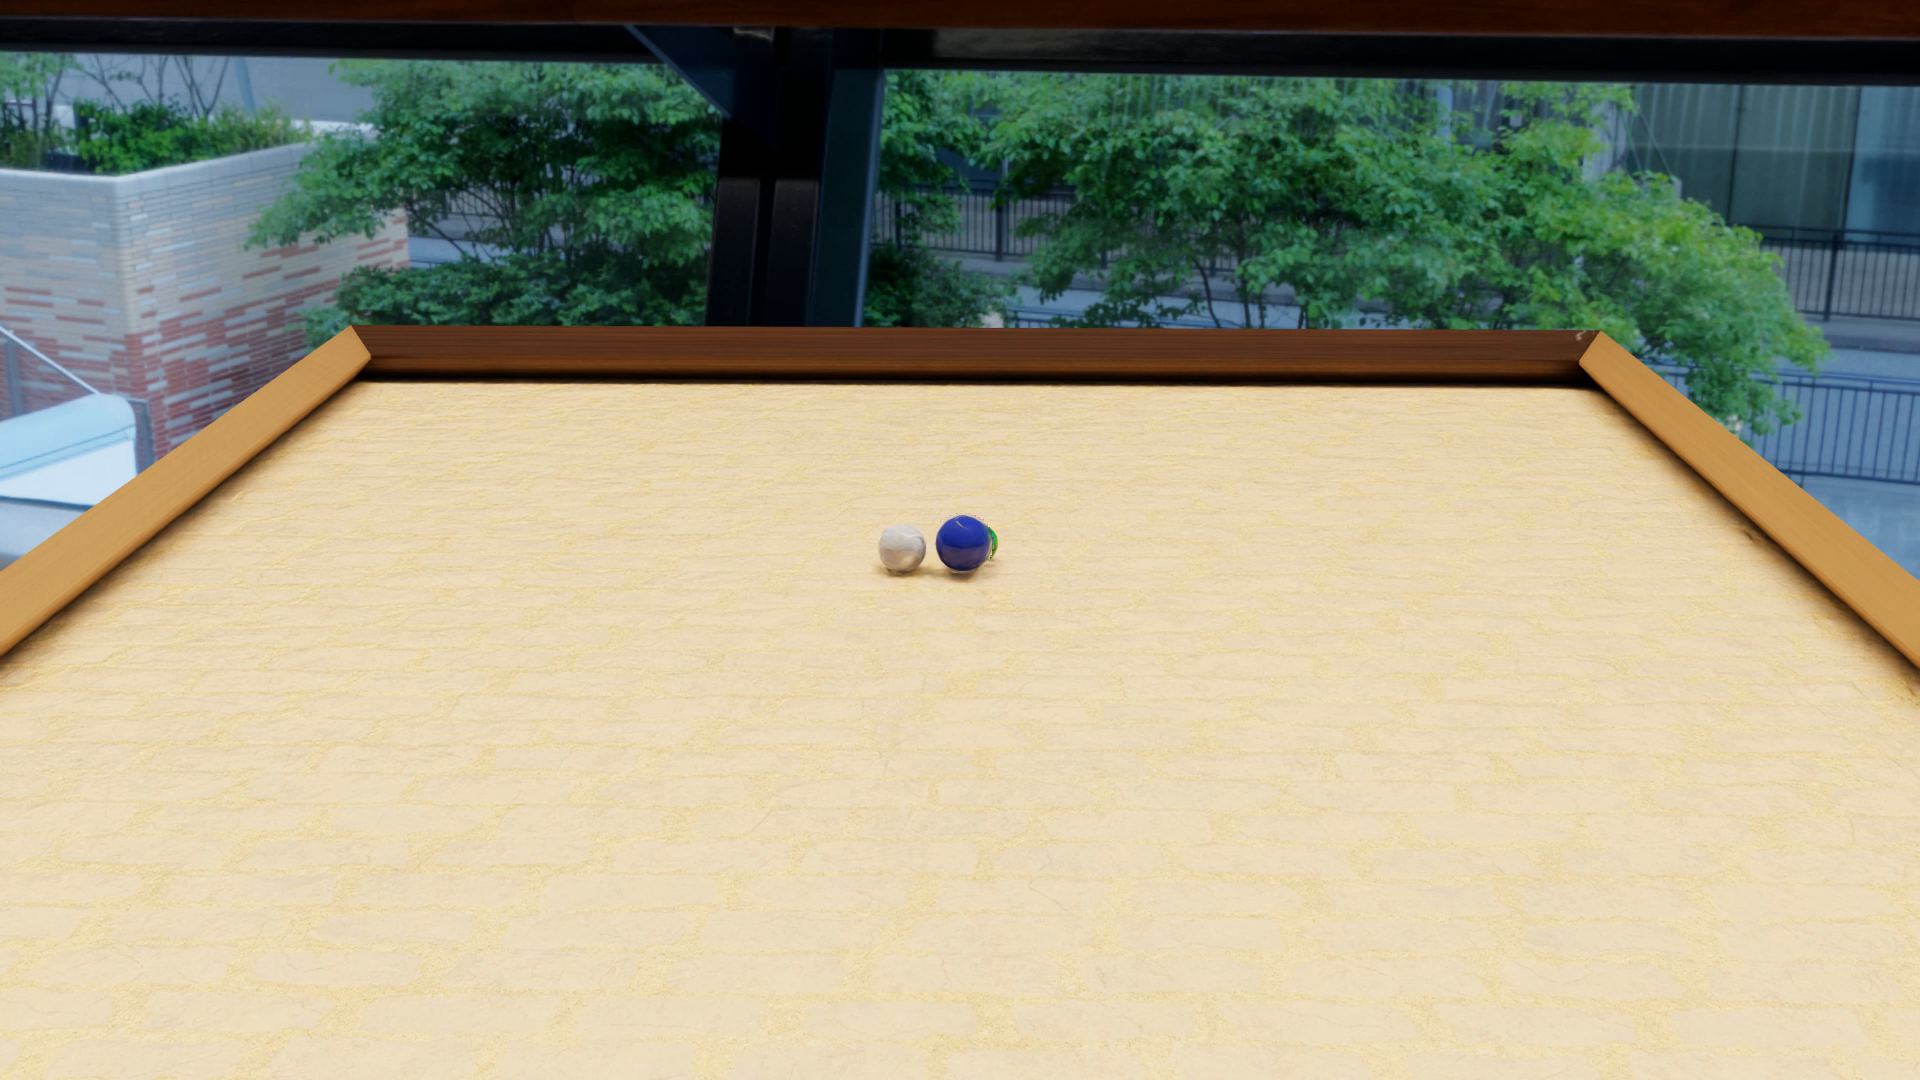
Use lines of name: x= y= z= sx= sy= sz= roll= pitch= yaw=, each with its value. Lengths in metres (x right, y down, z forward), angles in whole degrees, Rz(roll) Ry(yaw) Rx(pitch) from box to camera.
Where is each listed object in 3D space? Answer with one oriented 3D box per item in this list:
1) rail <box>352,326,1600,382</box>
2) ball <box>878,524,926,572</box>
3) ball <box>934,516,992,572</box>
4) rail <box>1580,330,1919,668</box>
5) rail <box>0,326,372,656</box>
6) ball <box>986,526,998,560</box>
rail: x=0.020 y=-0.310 z=3.723 sx=2.126 sy=0.091 sz=0.045 roll=0 pitch=17 yaw=1
ball: x=-0.072 y=0.010 z=2.737 sx=0.061 sy=0.061 sz=0.061 roll=0 pitch=17 yaw=0
ball: x=0.004 y=0.004 z=2.721 sx=0.070 sy=0.070 sz=0.070 roll=0 pitch=17 yaw=0
rail: x=1.018 y=0.288 z=1.784 sx=0.045 sy=0.091 sz=4.065 roll=0 pitch=17 yaw=1
rail: x=-1.060 y=0.275 z=1.824 sx=0.045 sy=0.091 sz=4.065 roll=0 pitch=17 yaw=1
ball: x=0.024 y=0.004 z=2.777 sx=0.049 sy=0.049 sz=0.049 roll=0 pitch=17 yaw=0
